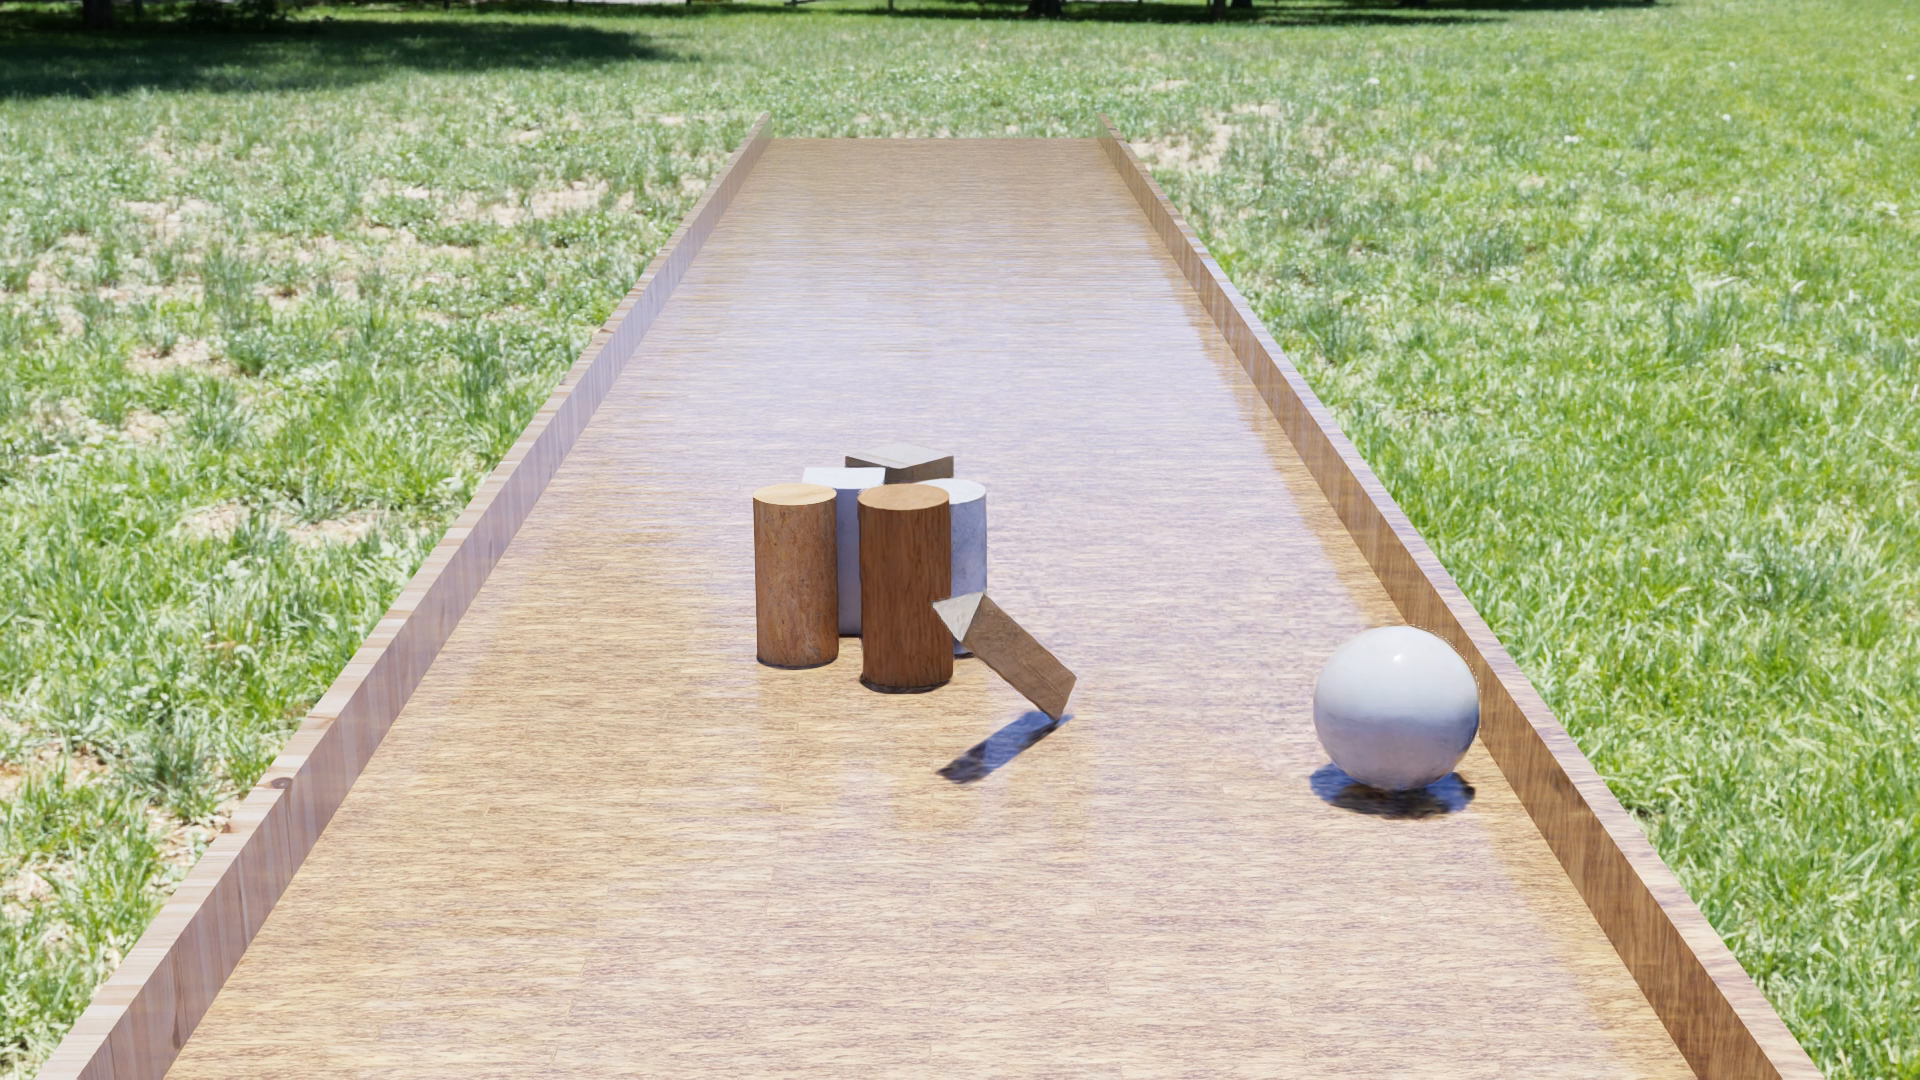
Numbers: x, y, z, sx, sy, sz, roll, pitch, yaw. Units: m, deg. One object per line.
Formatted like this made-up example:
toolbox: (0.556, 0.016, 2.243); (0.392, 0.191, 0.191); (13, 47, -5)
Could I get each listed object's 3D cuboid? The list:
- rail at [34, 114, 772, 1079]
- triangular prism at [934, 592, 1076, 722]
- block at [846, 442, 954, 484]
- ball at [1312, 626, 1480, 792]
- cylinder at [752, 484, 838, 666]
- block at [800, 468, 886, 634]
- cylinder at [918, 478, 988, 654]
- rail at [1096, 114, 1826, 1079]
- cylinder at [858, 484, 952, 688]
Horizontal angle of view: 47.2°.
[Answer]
rail: (-1.118, -0.838, 7.780); (0.050, 0.150, 12.000); (0, 17, -1)
triangular prism: (0.098, 0.198, 3.935); (0.094, 0.082, 0.424); (53, 6, 35)
block: (-0.130, -0.032, 4.782); (0.165, 0.315, 0.165); (15, 22, 41)
ball: (0.745, 0.288, 3.763); (0.283, 0.283, 0.283); (0, 17, 0)
cylinder: (-0.328, 0.068, 4.415); (0.165, 0.333, 0.165); (0, 17, 0)
block: (-0.243, 0.021, 4.609); (0.169, 0.312, 0.169); (0, 17, 1)
cylinder: (-0.025, 0.053, 4.470); (0.163, 0.321, 0.163); (-1, 20, 0)
rail: (0.932, -0.844, 7.801); (0.050, 0.150, 12.000); (0, 17, -1)
cylinder: (-0.106, 0.088, 4.289); (0.178, 0.361, 0.178); (-1, 18, 0)
